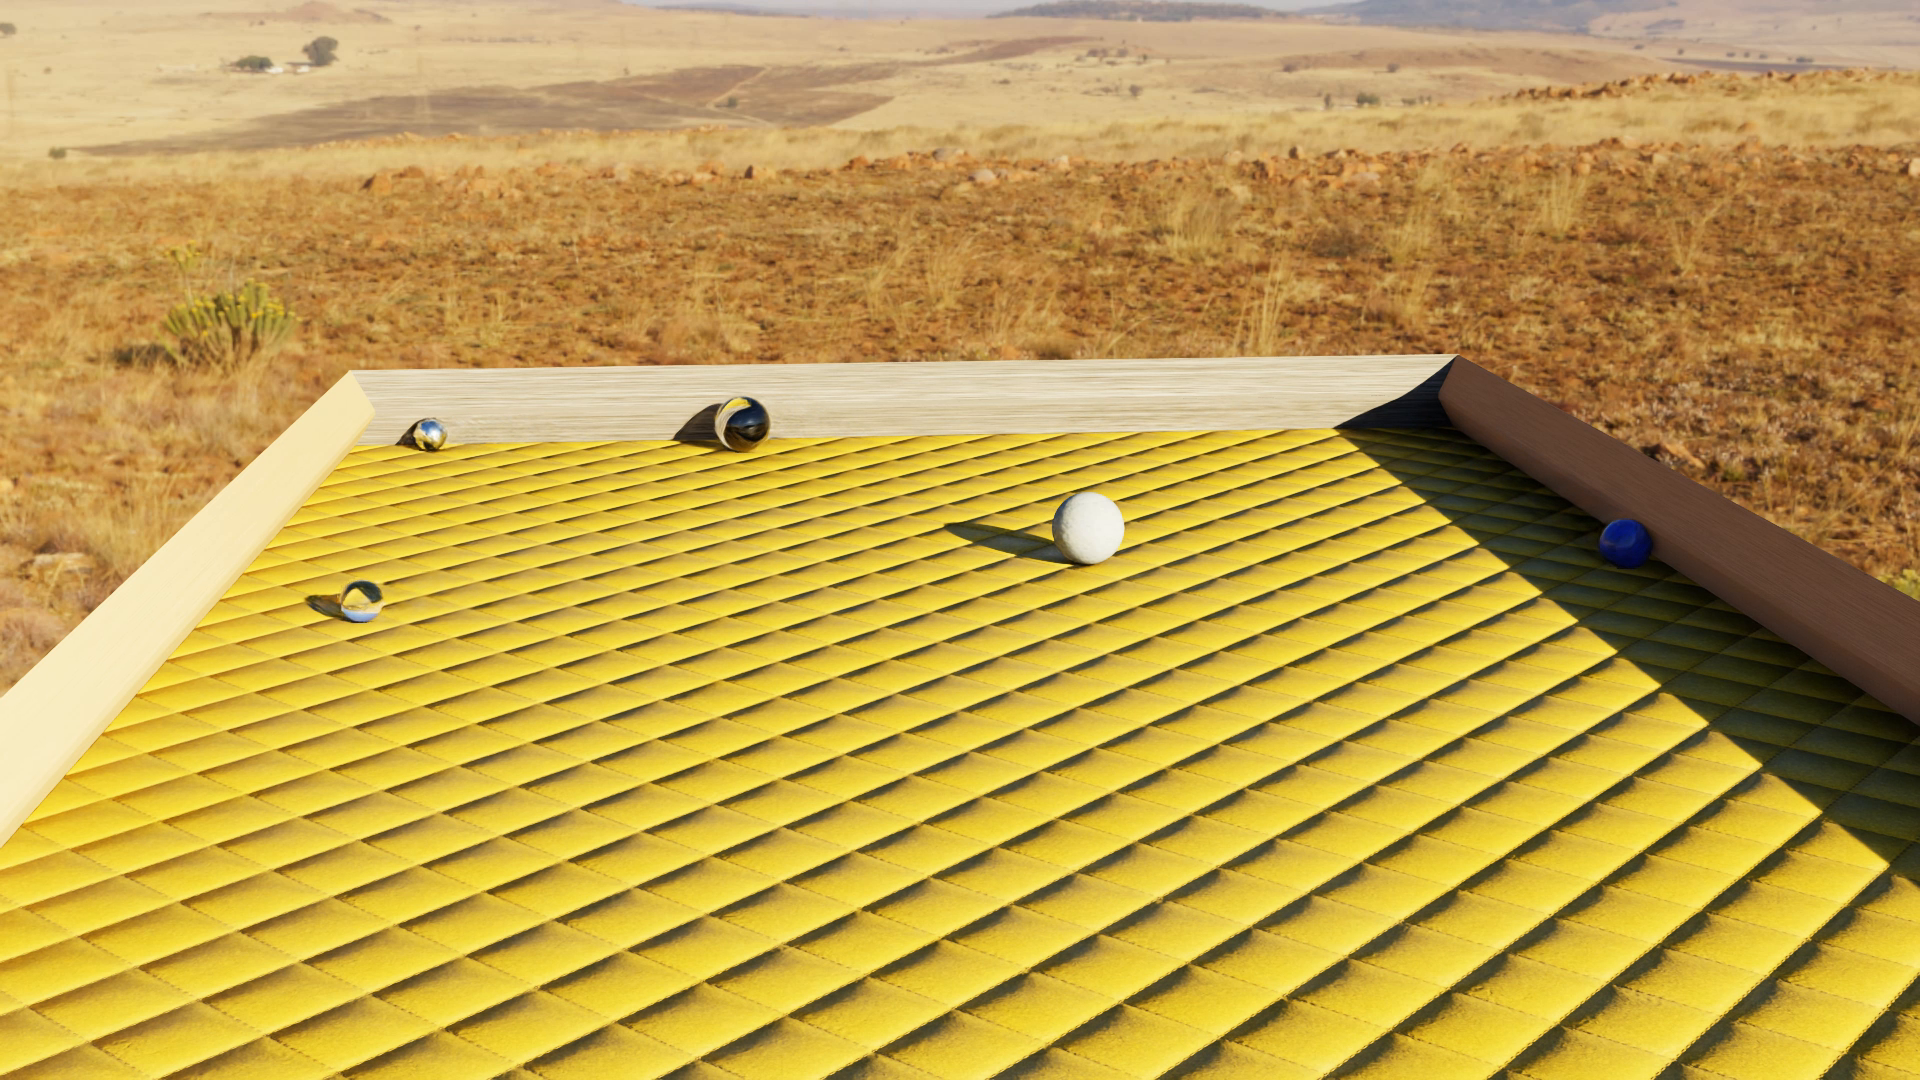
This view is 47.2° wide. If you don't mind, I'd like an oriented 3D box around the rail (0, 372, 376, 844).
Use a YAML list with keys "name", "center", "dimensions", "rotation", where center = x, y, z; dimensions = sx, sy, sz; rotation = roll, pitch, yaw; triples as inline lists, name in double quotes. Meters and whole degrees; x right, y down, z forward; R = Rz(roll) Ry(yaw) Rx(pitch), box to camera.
- name: "rail"
  center: [-0.825, 0.204, 1.946]
  dimensions: [0.045, 0.124, 3.439]
  rotation: [-1, 14, -5]

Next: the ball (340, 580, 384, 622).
- name: "ball"
  center: [-0.712, 0.073, 2.616]
  dimensions: [0.051, 0.051, 0.051]
  rotation: [0, 14, 0]

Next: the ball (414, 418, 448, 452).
- name: "ball"
  center: [-0.860, -0.171, 3.572]
  dimensions: [0.052, 0.052, 0.052]
  rotation: [0, 14, 0]

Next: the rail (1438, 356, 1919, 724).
- name: "rail"
  center: [0.974, 0.166, 2.097]
  dimensions: [0.045, 0.124, 3.439]
  rotation: [-1, 14, -5]

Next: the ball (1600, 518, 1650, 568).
- name: "ball"
  center: [0.864, 0.004, 2.857]
  dimensions: [0.064, 0.064, 0.064]
  rotation: [0, 14, 0]

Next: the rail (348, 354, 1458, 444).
- name: "rail"
  center: [-0.072, -0.231, 3.659]
  dimensions: [1.854, 0.124, 0.045]
  rotation: [-1, 14, -5]

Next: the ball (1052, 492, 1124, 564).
- name: "ball"
  center: [0.167, -0.015, 2.873]
  dimensions: [0.095, 0.095, 0.095]
  rotation: [0, 14, 0]

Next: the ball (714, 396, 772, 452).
- name: "ball"
  center: [-0.352, -0.188, 3.562]
  dimensions: [0.091, 0.091, 0.091]
  rotation: [0, 14, 0]
